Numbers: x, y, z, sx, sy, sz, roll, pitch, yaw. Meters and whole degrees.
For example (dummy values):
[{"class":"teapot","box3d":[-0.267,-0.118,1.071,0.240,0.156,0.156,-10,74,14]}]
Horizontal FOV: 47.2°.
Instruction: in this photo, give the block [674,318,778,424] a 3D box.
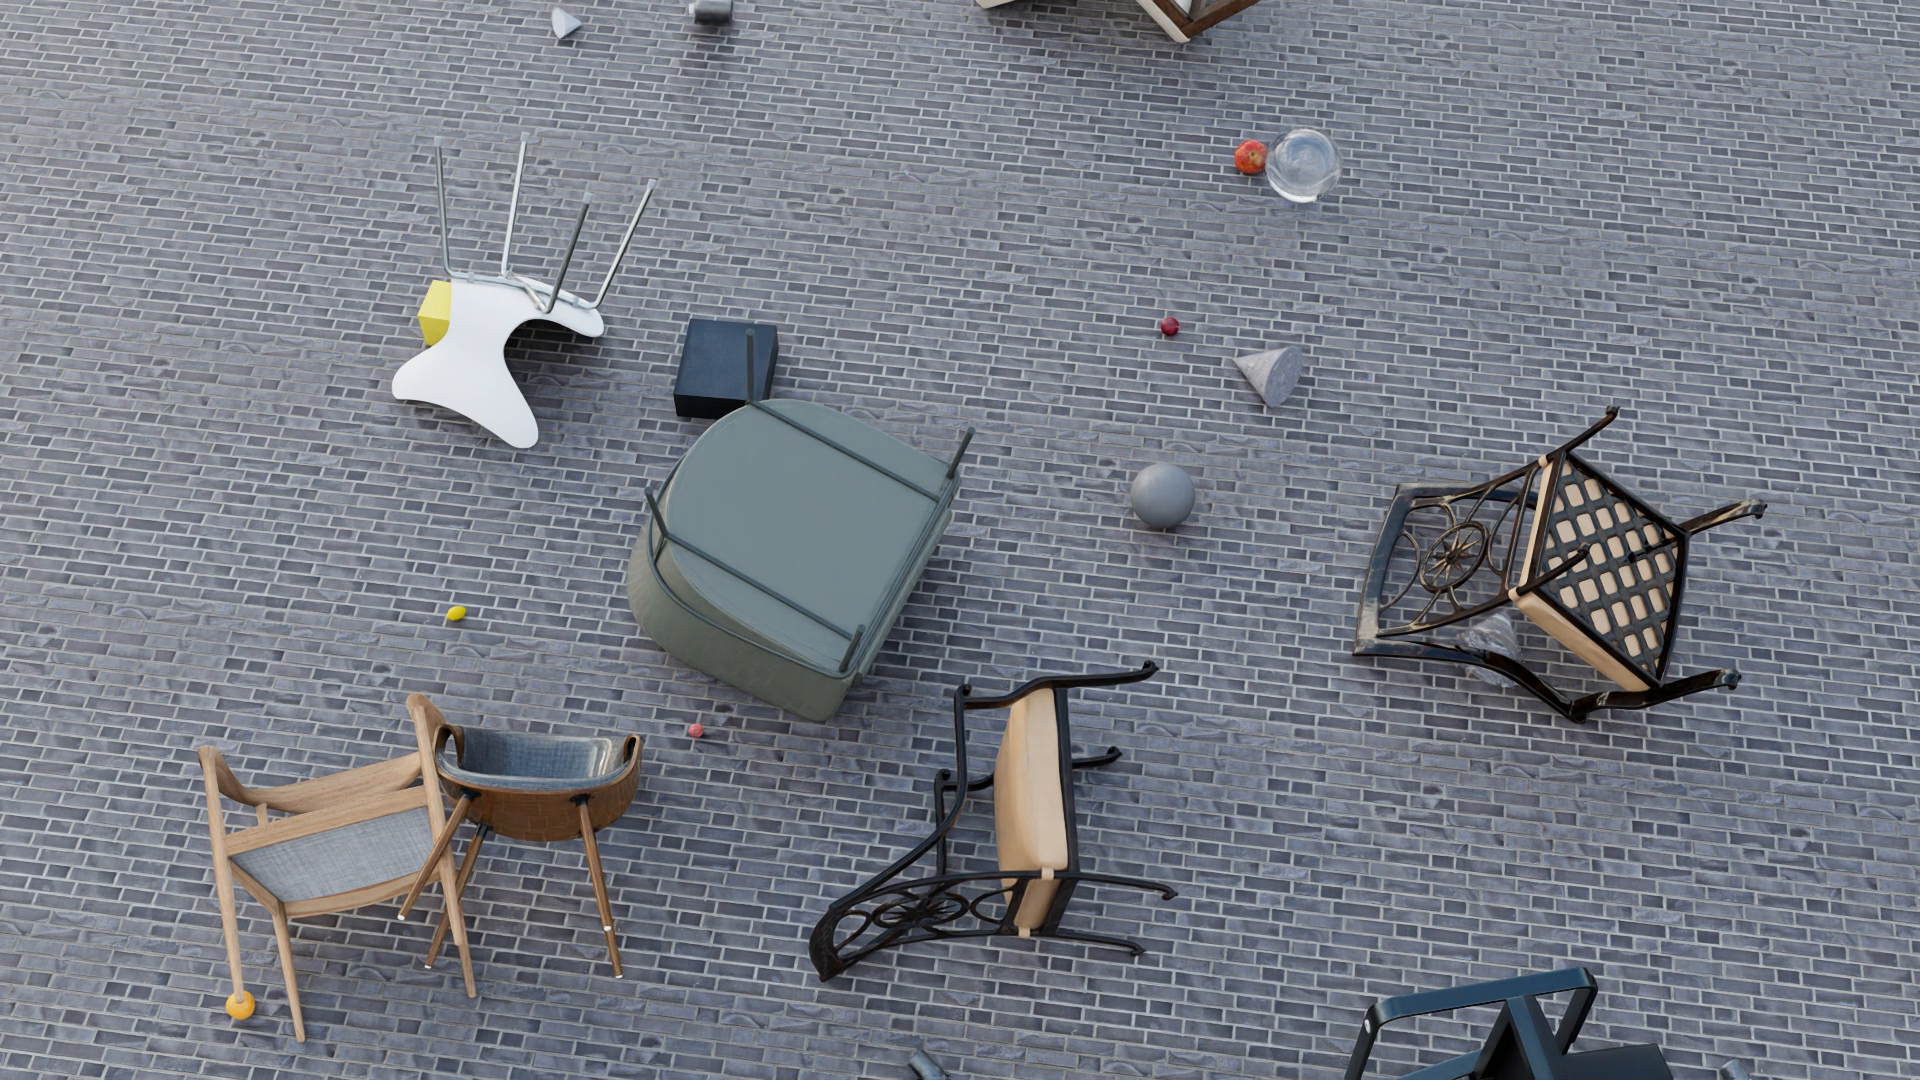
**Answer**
[{"class":"block","box3d":[-0.727,-0.528,6.861,0.274,0.113,0.301,5,56,3]}]

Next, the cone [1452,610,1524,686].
[{"class":"cone","box3d":[1.551,0.271,6.346,0.228,0.151,0.251,34,43,1]}]

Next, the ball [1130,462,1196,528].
[{"class":"ball","box3d":[0.604,-0.132,6.545,0.195,0.195,0.195,0,56,0]}]

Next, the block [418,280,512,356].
[{"class":"block","box3d":[-1.563,-0.701,6.956,0.238,0.146,0.148,10,57,7]}]

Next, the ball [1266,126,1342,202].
[{"class":"ball","box3d":[1.133,-1.237,7.255,0.248,0.248,0.248,0,56,0]}]

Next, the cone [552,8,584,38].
[{"class":"cone","box3d":[-1.376,-1.829,7.777,0.097,0.089,0.122,-8,61,-36]}]

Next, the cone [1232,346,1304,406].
[{"class":"cone","box3d":[0.933,-0.540,6.890,0.209,0.155,0.207,25,81,41]}]
